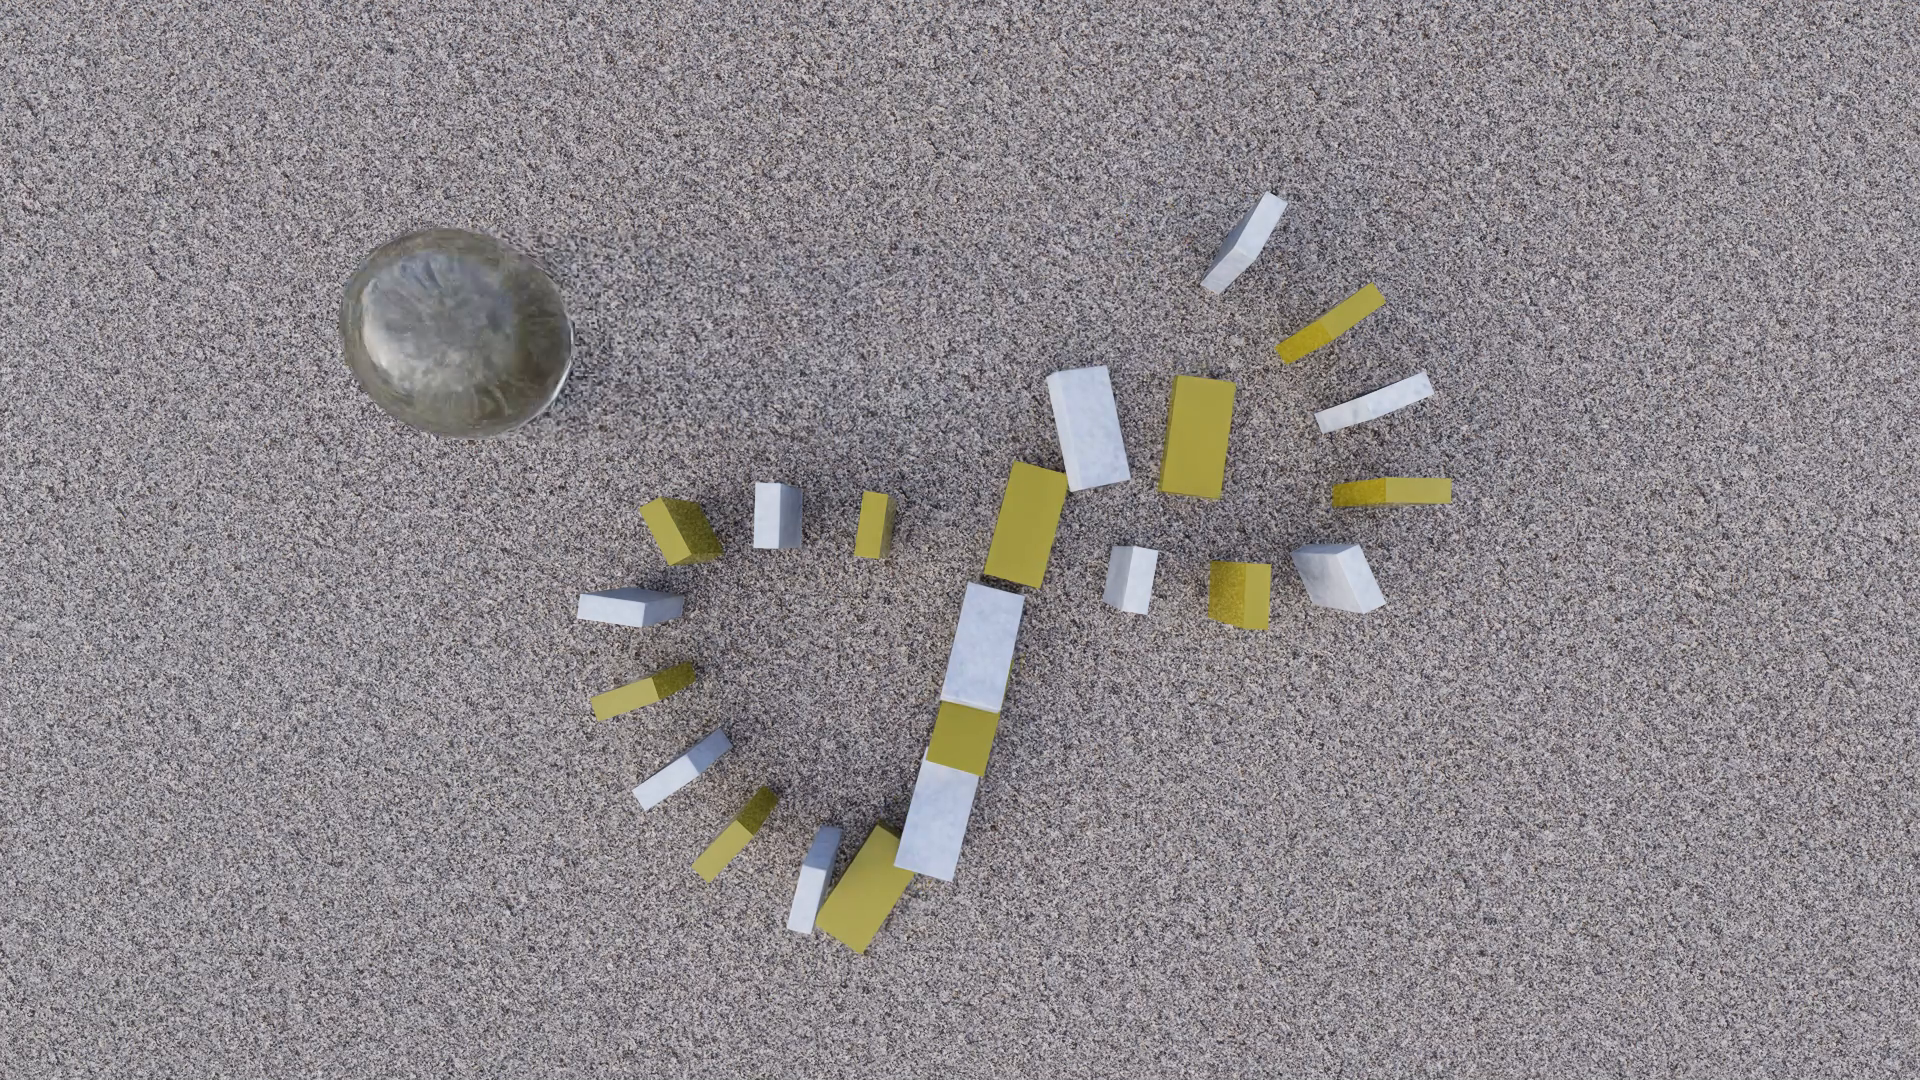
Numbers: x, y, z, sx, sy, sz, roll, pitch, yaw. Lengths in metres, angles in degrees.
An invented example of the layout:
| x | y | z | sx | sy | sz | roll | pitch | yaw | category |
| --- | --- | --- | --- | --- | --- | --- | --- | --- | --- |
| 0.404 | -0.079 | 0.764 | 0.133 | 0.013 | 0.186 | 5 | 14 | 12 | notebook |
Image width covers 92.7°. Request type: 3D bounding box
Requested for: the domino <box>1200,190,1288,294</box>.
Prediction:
| x | y | z | sx | sy | sz | roll | pitch | yaw | category |
| --- | --- | --- | --- | --- | --- | --- | --- | --- | --- |
| 0.115 | -0.120 | 0.375 | 0.010 | 0.050 | 0.025 | 30 | 90 | 0 | domino |

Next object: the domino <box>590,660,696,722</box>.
| x | y | z | sx | sy | sz | roll | pitch | yaw | category |
| --- | --- | --- | --- | --- | --- | --- | --- | --- | --- |
| -0.128 | 0.061 | 0.375 | 0.025 | 0.050 | 0.009 | -19 | 90 | 0 | domino |

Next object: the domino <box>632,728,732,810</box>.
| x | y | z | sx | sy | sz | roll | pitch | yaw | category |
| --- | --- | --- | --- | --- | --- | --- | --- | --- | --- |
| -0.112 | 0.093 | 0.375 | 0.025 | 0.050 | 0.009 | -34 | 90 | 0 | domino |

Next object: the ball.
| x | y | z | sx | sy | sz | roll | pitch | yaw | category |
| --- | --- | --- | --- | --- | --- | --- | --- | --- | --- |
| -0.195 | -0.080 | 0.360 | 0.080 | 0.080 | 0.080 | 0 | 90 | 0 | ball |

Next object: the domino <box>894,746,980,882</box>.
| x | y | z | sx | sy | sz | roll | pitch | yaw | category |
| --- | --- | --- | --- | --- | --- | --- | --- | --- | --- |
| -0.009 | 0.116 | 0.390 | 0.025 | 0.009 | 0.050 | 16 | 76 | 0 | domino |

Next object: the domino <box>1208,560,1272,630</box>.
| x | y | z | sx | sy | sz | roll | pitch | yaw | category |
| --- | --- | --- | --- | --- | --- | --- | --- | --- | --- |
| 0.114 | 0.022 | 0.375 | 0.010 | 0.050 | 0.025 | 3 | 90 | 0 | domino |

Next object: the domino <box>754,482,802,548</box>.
| x | y | z | sx | sy | sz | roll | pitch | yaw | category |
| --- | --- | --- | --- | --- | --- | --- | --- | --- | --- |
| -0.074 | -0.009 | 0.375 | 0.010 | 0.050 | 0.025 | 2 | 90 | 0 | domino |

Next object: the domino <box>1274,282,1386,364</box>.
| x | y | z | sx | sy | sz | roll | pitch | yaw | category |
| --- | --- | --- | --- | --- | --- | --- | --- | --- | --- |
| 0.150 | -0.088 | 0.375 | 0.025 | 0.050 | 0.009 | -35 | 90 | 0 | domino |

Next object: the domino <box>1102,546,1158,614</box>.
| x | y | z | sx | sy | sz | roll | pitch | yaw | category |
| --- | --- | --- | --- | --- | --- | --- | --- | --- | --- |
| 0.069 | 0.016 | 0.375 | 0.010 | 0.050 | 0.025 | 10 | 90 | 0 | domino |

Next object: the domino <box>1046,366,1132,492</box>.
| x | y | z | sx | sy | sz | roll | pitch | yaw | category |
| --- | --- | --- | --- | --- | --- | --- | --- | --- | --- |
| 0.055 | -0.048 | 0.391 | 0.025 | 0.010 | 0.050 | -12 | 90 | -24 | domino |

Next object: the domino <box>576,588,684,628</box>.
| x | y | z | sx | sy | sz | roll | pitch | yaw | category |
| --- | --- | --- | --- | --- | --- | --- | --- | --- | --- |
| -0.133 | 0.027 | 0.375 | 0.025 | 0.050 | 0.010 | 8 | 90 | 0 | domino |

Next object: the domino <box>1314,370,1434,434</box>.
| x | y | z | sx | sy | sz | roll | pitch | yaw | category |
| --- | --- | --- | --- | --- | --- | --- | --- | --- | --- |
| 0.168 | -0.055 | 0.375 | 0.025 | 0.050 | 0.009 | -22 | 90 | 0 | domino |

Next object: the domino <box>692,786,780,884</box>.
| x | y | z | sx | sy | sz | roll | pitch | yaw | category |
| --- | --- | --- | --- | --- | --- | --- | --- | --- | --- |
| -0.091 | 0.119 | 0.375 | 0.010 | 0.050 | 0.025 | 44 | 90 | 0 | domino |

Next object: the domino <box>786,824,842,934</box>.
| x | y | z | sx | sy | sz | roll | pitch | yaw | category |
| --- | --- | --- | --- | --- | --- | --- | --- | --- | --- |
| -0.059 | 0.137 | 0.375 | 0.009 | 0.050 | 0.025 | 14 | 90 | 0 | domino |

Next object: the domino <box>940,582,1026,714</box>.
| x | y | z | sx | sy | sz | roll | pitch | yaw | category |
| --- | --- | --- | --- | --- | --- | --- | --- | --- | --- |
| 0.010 | 0.045 | 0.387 | 0.025 | 0.009 | 0.050 | 14 | 69 | -1 | domino |

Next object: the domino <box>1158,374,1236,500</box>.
| x | y | z | sx | sy | sz | roll | pitch | yaw | category |
| --- | --- | --- | --- | --- | --- | --- | --- | --- | --- |
| 0.102 | -0.044 | 0.395 | 0.025 | 0.009 | 0.050 | 8 | 90 | 0 | domino |

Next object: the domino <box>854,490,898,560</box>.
| x | y | z | sx | sy | sz | roll | pitch | yaw | category |
| --- | --- | --- | --- | --- | --- | --- | --- | --- | --- |
| -0.034 | -0.006 | 0.375 | 0.009 | 0.050 | 0.025 | 9 | 90 | 0 | domino |

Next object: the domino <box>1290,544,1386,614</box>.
| x | y | z | sx | sy | sz | roll | pitch | yaw | category |
| --- | --- | --- | --- | --- | --- | --- | --- | --- | --- |
| 0.153 | 0.015 | 0.375 | 0.009 | 0.050 | 0.025 | -25 | 90 | 0 | domino |

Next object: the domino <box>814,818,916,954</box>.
| x | y | z | sx | sy | sz | roll | pitch | yaw | category |
| --- | --- | --- | --- | --- | --- | --- | --- | --- | --- |
| -0.039 | 0.149 | 0.395 | 0.025 | 0.009 | 0.050 | 33 | 90 | 0 | domino |

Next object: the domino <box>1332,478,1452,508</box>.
| x | y | z | sx | sy | sz | roll | pitch | yaw | category |
| --- | --- | --- | --- | --- | --- | --- | --- | --- | --- |
| 0.175 | -0.019 | 0.375 | 0.025 | 0.050 | 0.009 | 1 | 90 | 0 | domino |

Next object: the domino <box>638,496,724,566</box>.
| x | y | z | sx | sy | sz | roll | pitch | yaw | category |
| --- | --- | --- | --- | --- | --- | --- | --- | --- | --- |
| -0.113 | -0.003 | 0.375 | 0.009 | 0.050 | 0.025 | -28 | 90 | 0 | domino |

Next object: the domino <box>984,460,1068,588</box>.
| x | y | z | sx | sy | sz | roll | pitch | yaw | category |
| --- | --- | --- | --- | --- | --- | --- | --- | --- | --- |
| 0.029 | -0.007 | 0.395 | 0.025 | 0.009 | 0.050 | 15 | 90 | 0 | domino |

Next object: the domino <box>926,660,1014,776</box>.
| x | y | z | sx | sy | sz | roll | pitch | yaw | category |
| --- | --- | --- | --- | --- | --- | --- | --- | --- | --- |
| 0.004 | 0.072 | 0.390 | 0.025 | 0.009 | 0.050 | 16 | 78 | 0 | domino |
